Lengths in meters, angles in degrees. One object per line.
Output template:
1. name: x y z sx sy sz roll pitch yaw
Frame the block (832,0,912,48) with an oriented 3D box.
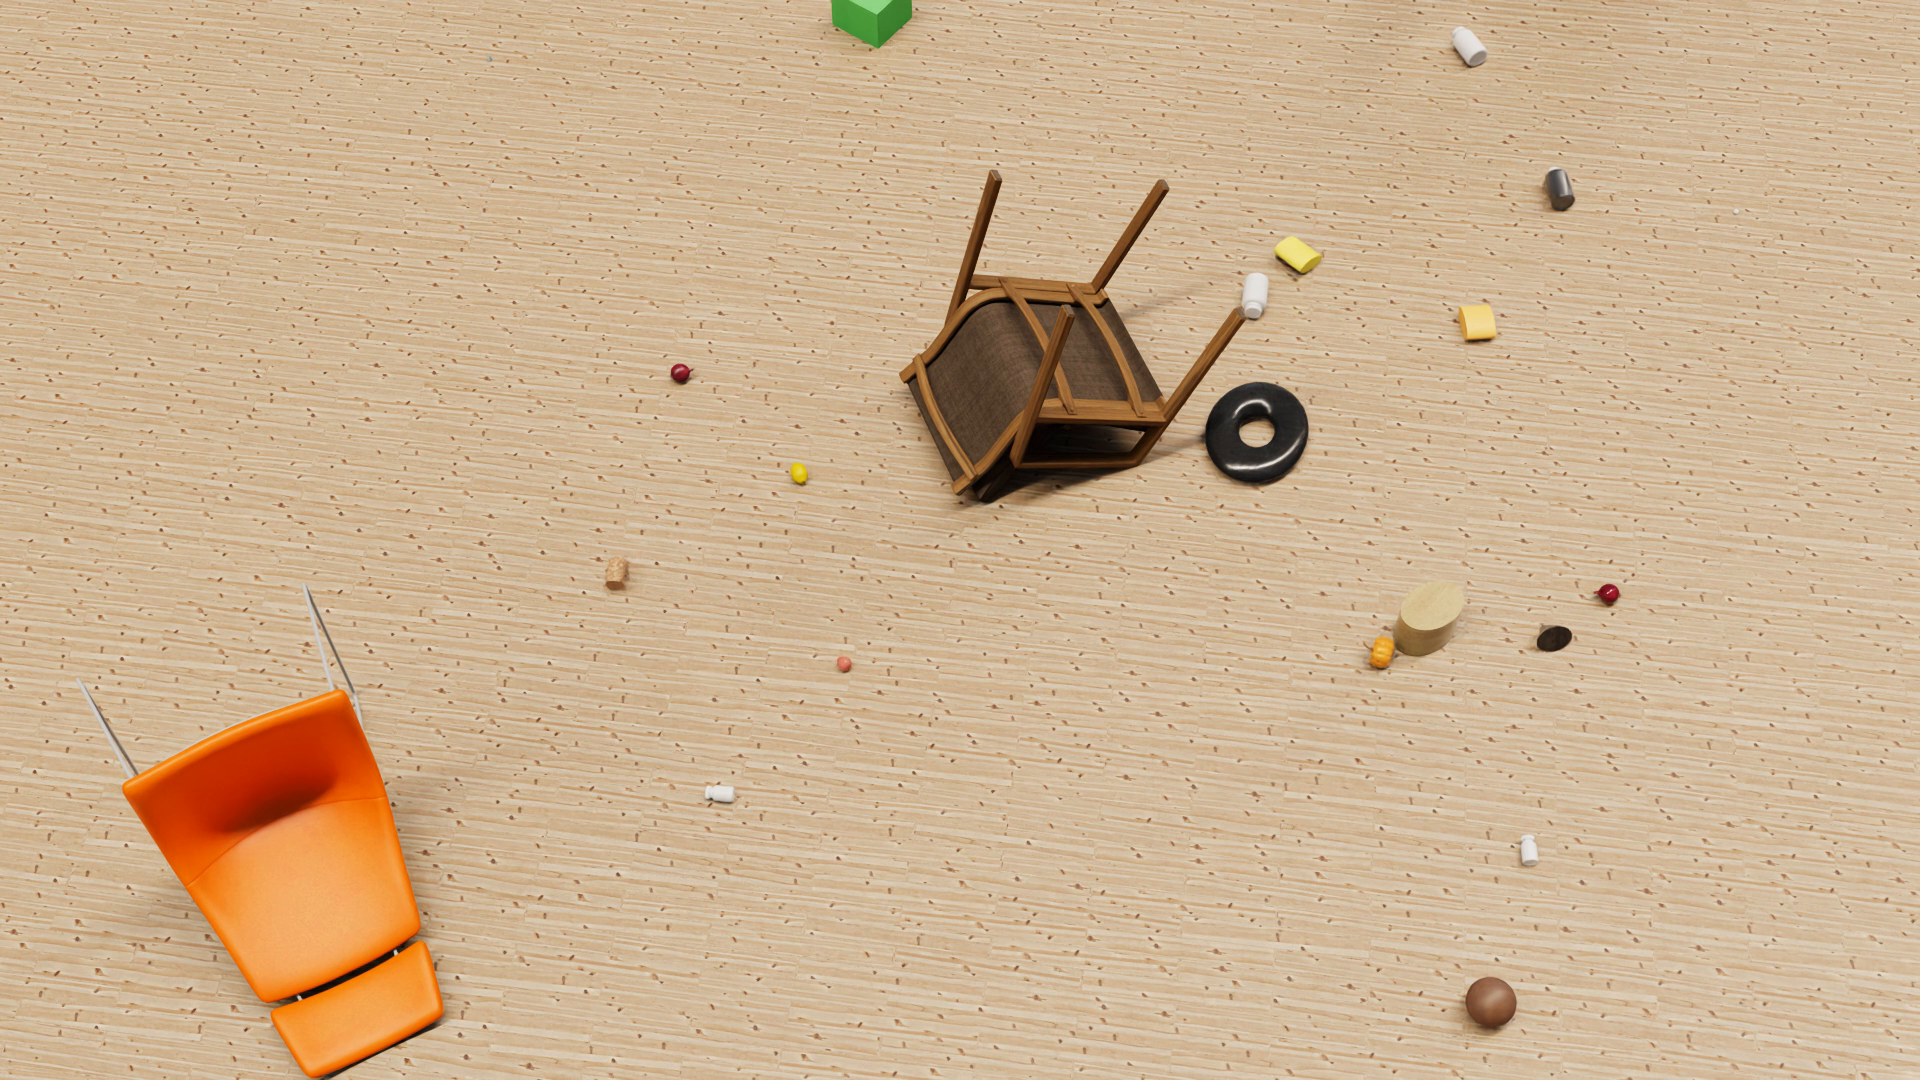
1. block: -0.311 -1.888 7.744 0.204 0.160 0.197 32 62 19

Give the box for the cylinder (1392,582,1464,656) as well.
1. cylinder: 1.348 0.227 6.335 0.205 0.144 0.143 -30 61 -18

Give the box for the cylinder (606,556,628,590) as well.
1. cylinder: -1.010 0.099 6.475 0.058 0.054 0.084 -10 54 19

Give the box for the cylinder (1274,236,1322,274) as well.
1. cylinder: 1.100 -0.929 7.159 0.111 0.058 0.116 -30 60 -37

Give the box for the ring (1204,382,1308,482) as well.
1. ring: 0.912 -0.333 6.759 0.314 0.066 0.389 18 58 11
